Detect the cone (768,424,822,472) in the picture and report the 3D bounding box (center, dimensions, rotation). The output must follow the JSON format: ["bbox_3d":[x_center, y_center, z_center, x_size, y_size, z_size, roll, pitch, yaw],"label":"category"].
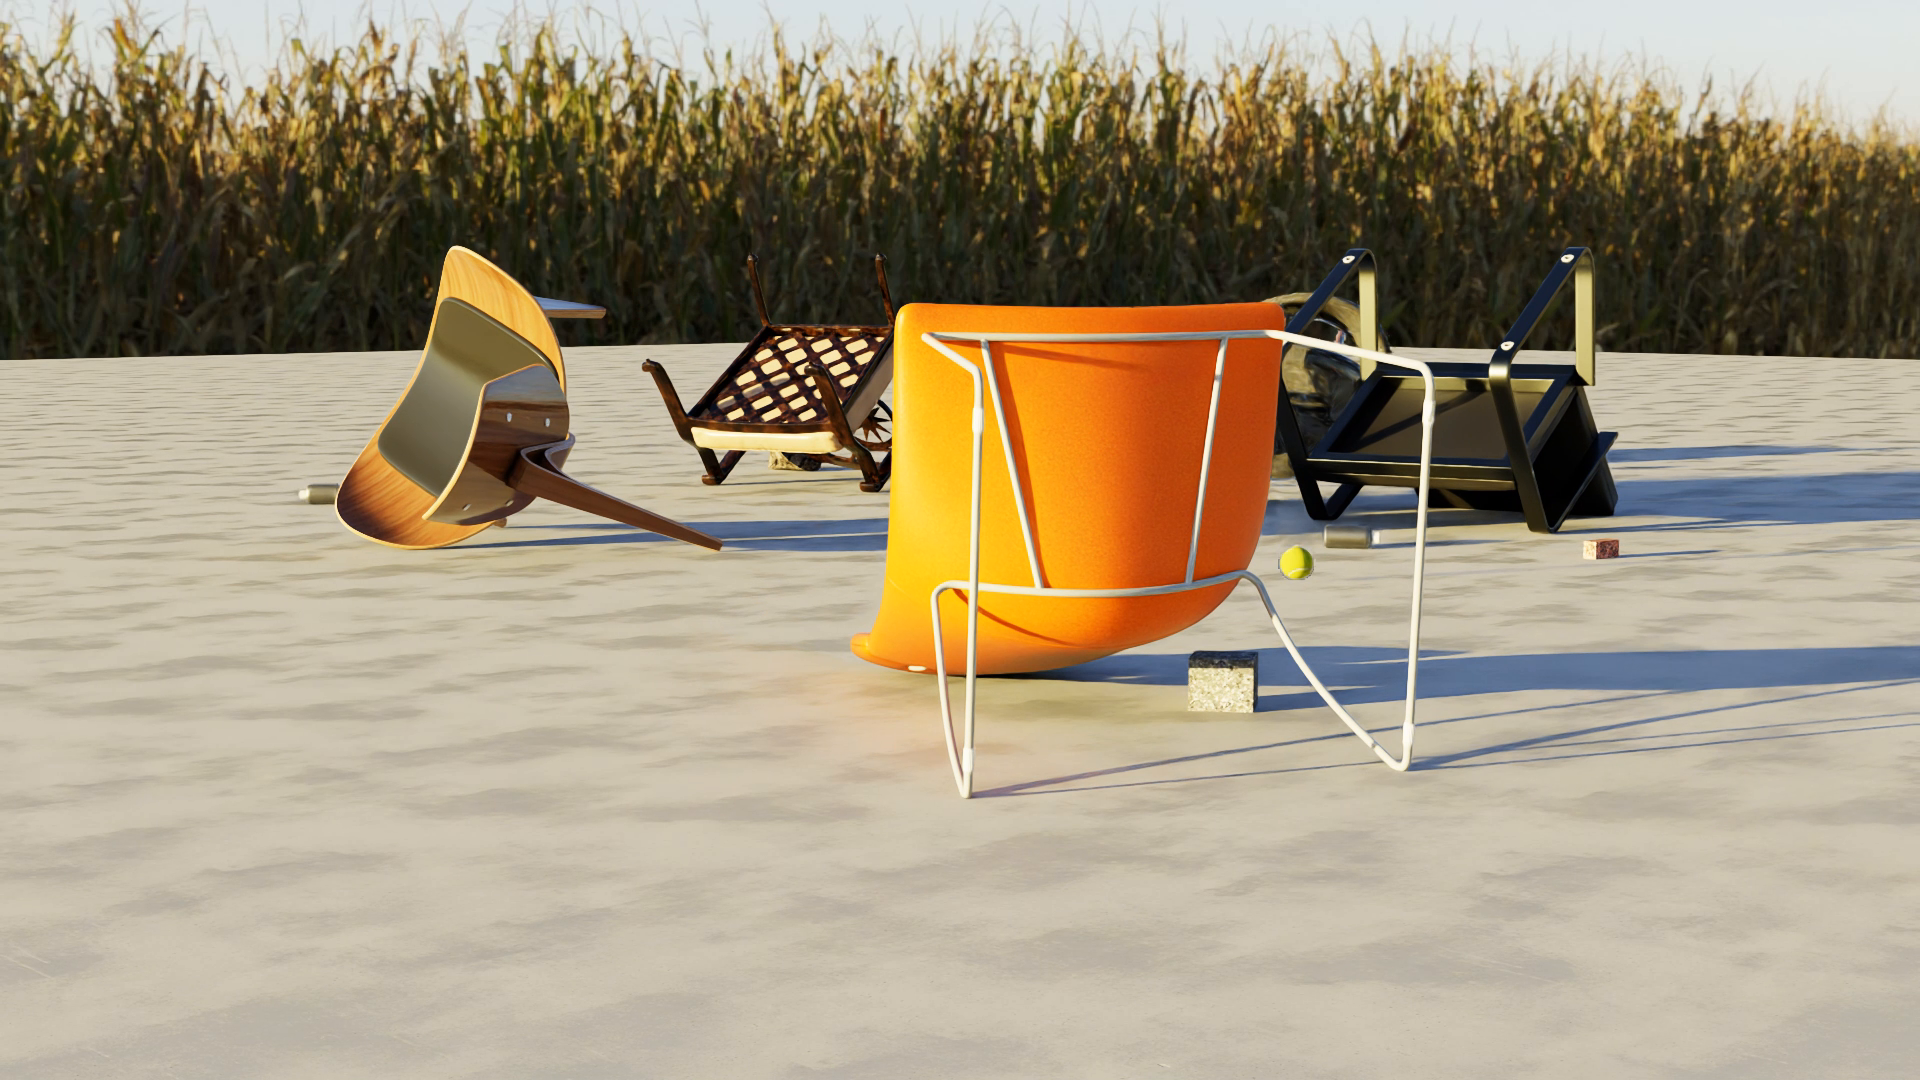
[{"bbox_3d":[-0.603,-0.276,8.706,0.215,0.133,0.171,39,-44,-18],"label":"cone"}]

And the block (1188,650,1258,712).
[{"bbox_3d":[0.404,0.216,3.926,0.098,0.080,0.088,1,6,11],"label":"block"}]

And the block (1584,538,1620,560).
[{"bbox_3d":[1.503,0.021,6.010,0.091,0.041,0.034,-5,8,-41],"label":"block"}]
